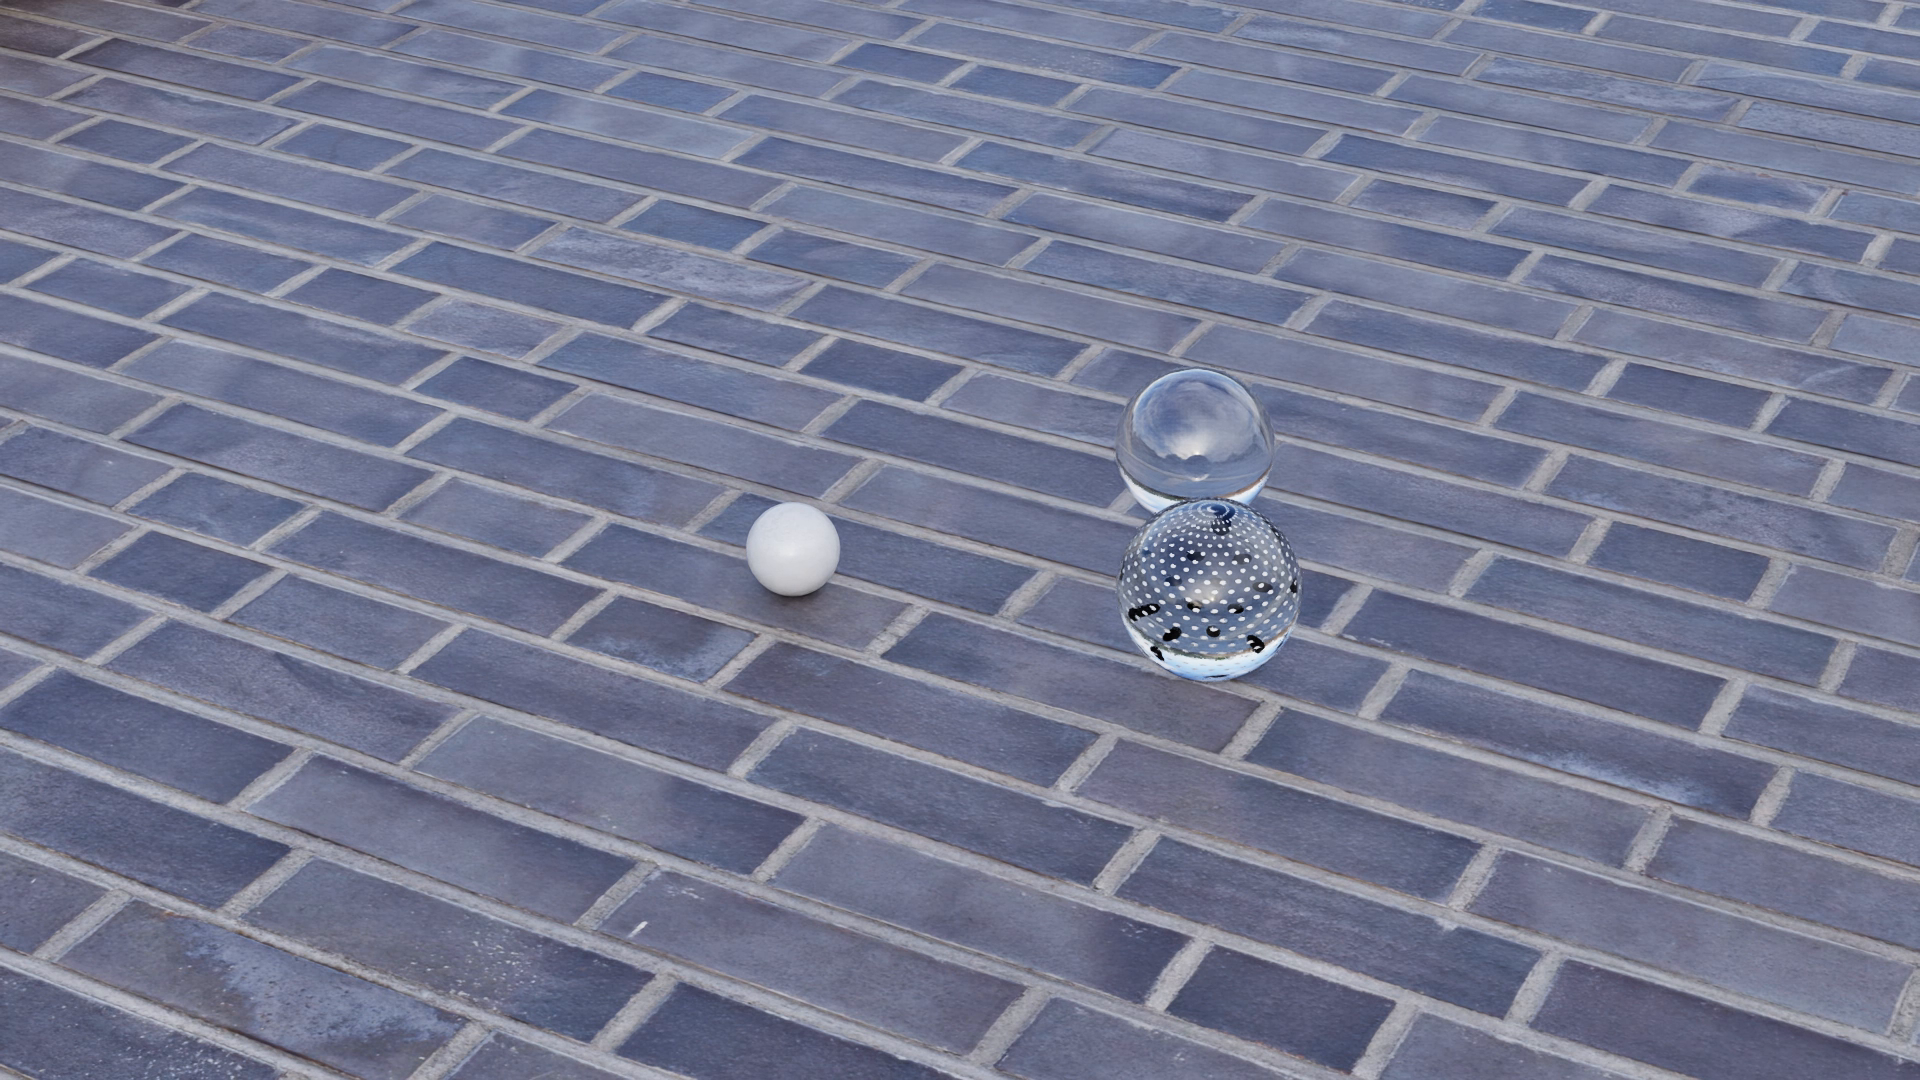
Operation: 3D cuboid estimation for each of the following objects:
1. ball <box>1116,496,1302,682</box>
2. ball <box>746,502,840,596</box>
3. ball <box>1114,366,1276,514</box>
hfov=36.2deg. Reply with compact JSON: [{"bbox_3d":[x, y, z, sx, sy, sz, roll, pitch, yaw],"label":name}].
[{"bbox_3d":[0.128,0.025,1.514,0.095,0.095,0.095,0,30,0],"label":"ball"},{"bbox_3d":[-0.090,0.005,1.593,0.051,0.051,0.051,0,30,0],"label":"ball"},{"bbox_3d":[0.132,-0.053,1.654,0.090,0.090,0.090,0,30,0],"label":"ball"}]
